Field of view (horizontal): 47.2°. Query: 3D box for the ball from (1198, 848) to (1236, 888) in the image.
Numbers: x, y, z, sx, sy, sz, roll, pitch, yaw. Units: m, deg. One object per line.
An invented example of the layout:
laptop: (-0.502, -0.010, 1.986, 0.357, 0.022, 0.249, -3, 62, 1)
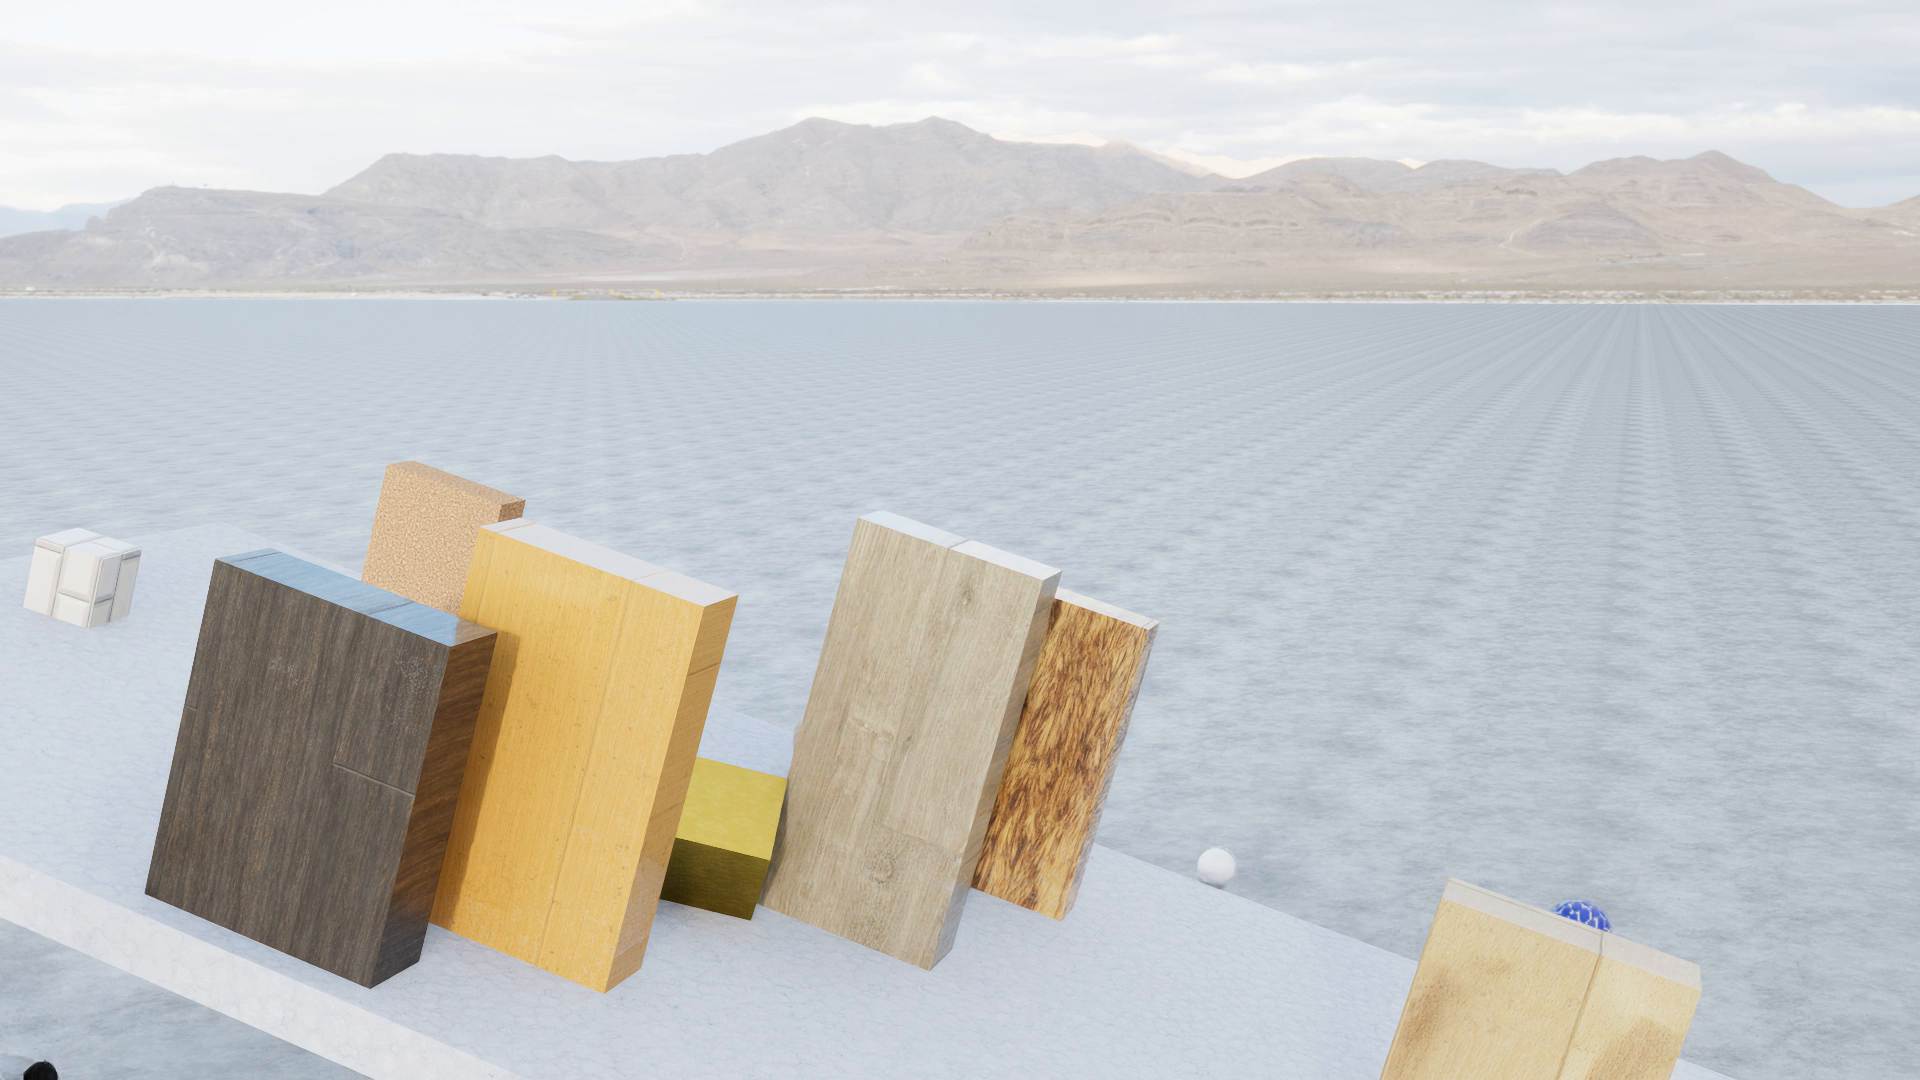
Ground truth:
ball: (0.776, 0.992, 6.658, 0.117, 0.117, 0.117, 0, 7, 0)

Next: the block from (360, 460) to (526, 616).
block: (-1.121, 0.117, 4.656, 0.276, 0.504, 0.105, 19, 12, 14)

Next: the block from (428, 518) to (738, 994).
block: (-0.665, 0.355, 3.675, 0.413, 0.681, 0.141, 19, 12, 14)

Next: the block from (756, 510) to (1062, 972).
block: (-0.102, 0.372, 4.121, 0.366, 0.773, 0.138, 19, 12, 14)

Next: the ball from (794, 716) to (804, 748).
ball: (-0.277, 0.456, 4.951, 0.197, 0.197, 0.197, 0, 7, 0)

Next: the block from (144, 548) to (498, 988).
block: (-1.015, 0.355, 3.482, 0.425, 0.570, 0.145, 19, 12, 14)

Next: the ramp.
ramp: (-0.376, 0.733, 4.239, 4.000, 0.100, 2.000, 19, 12, 14)

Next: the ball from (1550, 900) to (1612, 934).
ball: (1.653, 1.053, 5.890, 0.179, 0.179, 0.179, 0, 7, 0)

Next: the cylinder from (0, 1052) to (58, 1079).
cylinder: (-1.455, 0.837, 3.255, 0.164, 0.164, 0.164, 10, 8, 7)

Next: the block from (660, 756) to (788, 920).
block: (-0.447, 0.552, 4.081, 0.192, 0.192, 0.192, 15, 44, -6)

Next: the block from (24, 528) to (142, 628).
block: (-1.875, 0.080, 4.704, 0.155, 0.155, 0.155, 17, 11, 7)

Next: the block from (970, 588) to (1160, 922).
block: (0.127, 0.415, 4.565, 0.397, 0.641, 0.111, 19, 12, 14)

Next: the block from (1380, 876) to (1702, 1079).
block: (0.877, 0.883, 3.490, 0.405, 0.575, 0.132, 19, 12, 14)
